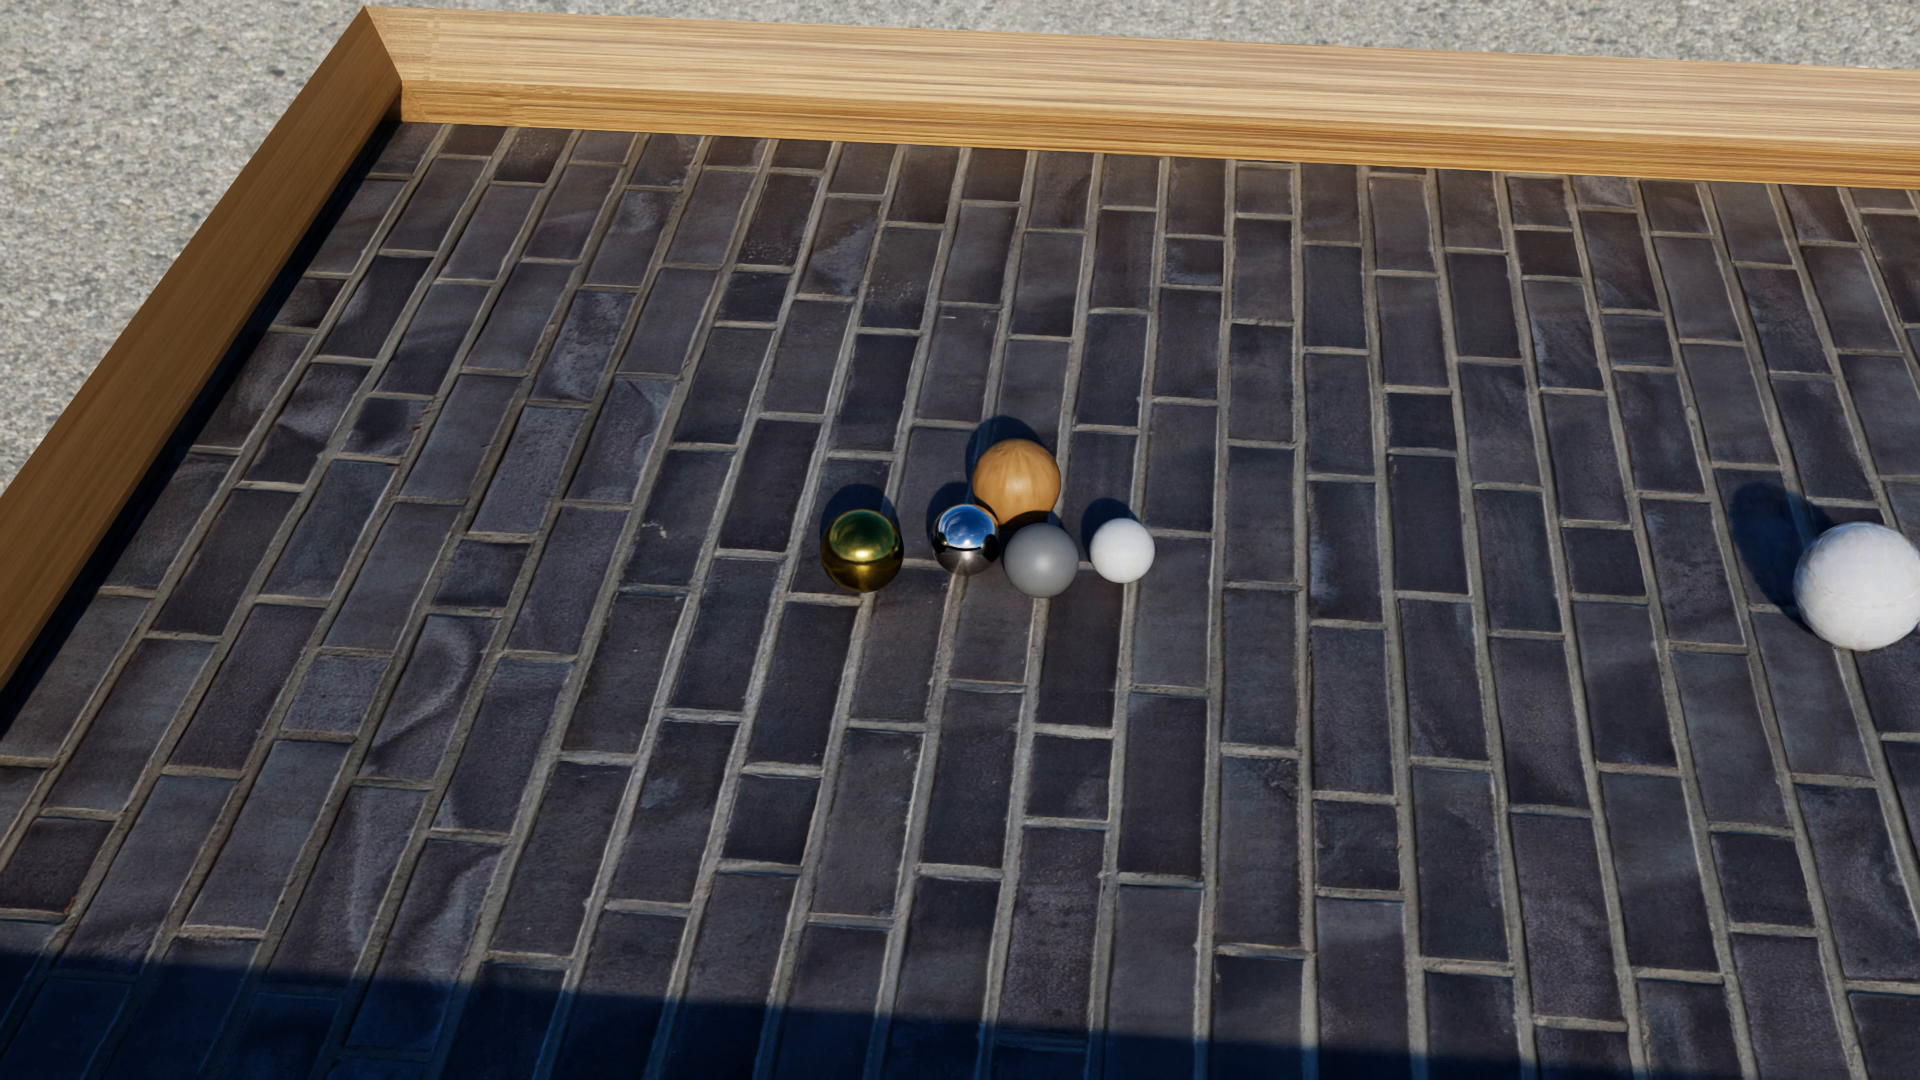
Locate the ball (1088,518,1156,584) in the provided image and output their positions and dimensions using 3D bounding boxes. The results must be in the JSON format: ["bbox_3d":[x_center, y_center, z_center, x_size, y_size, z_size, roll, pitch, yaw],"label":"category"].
[{"bbox_3d":[0.124,0.008,1.969,0.051,0.051,0.051,0,35,0],"label":"ball"}]

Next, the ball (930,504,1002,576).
[{"bbox_3d":[0.005,0.000,1.976,0.056,0.056,0.056,0,35,0],"label":"ball"}]

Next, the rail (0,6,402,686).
[{"bbox_3d":[-0.654,-0.065,2.009,0.045,0.125,1.489,3,35,5],"label":"rail"}]

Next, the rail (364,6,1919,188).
[{"bbox_3d":[0.751,-0.395,2.486,2.725,0.125,0.045,3,35,5],"label":"rail"}]

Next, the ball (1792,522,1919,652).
[{"bbox_3d":[0.664,0.034,1.892,0.096,0.096,0.096,0,35,0],"label":"ball"}]

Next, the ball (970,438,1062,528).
[{"bbox_3d":[0.044,-0.045,2.028,0.071,0.071,0.071,0,35,0],"label":"ball"}]

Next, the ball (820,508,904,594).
[{"bbox_3d":[-0.075,0.008,1.956,0.065,0.065,0.065,0,35,0],"label":"ball"}]

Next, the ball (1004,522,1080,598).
[{"bbox_3d":[0.062,0.016,1.952,0.058,0.058,0.058,0,35,0],"label":"ball"}]
